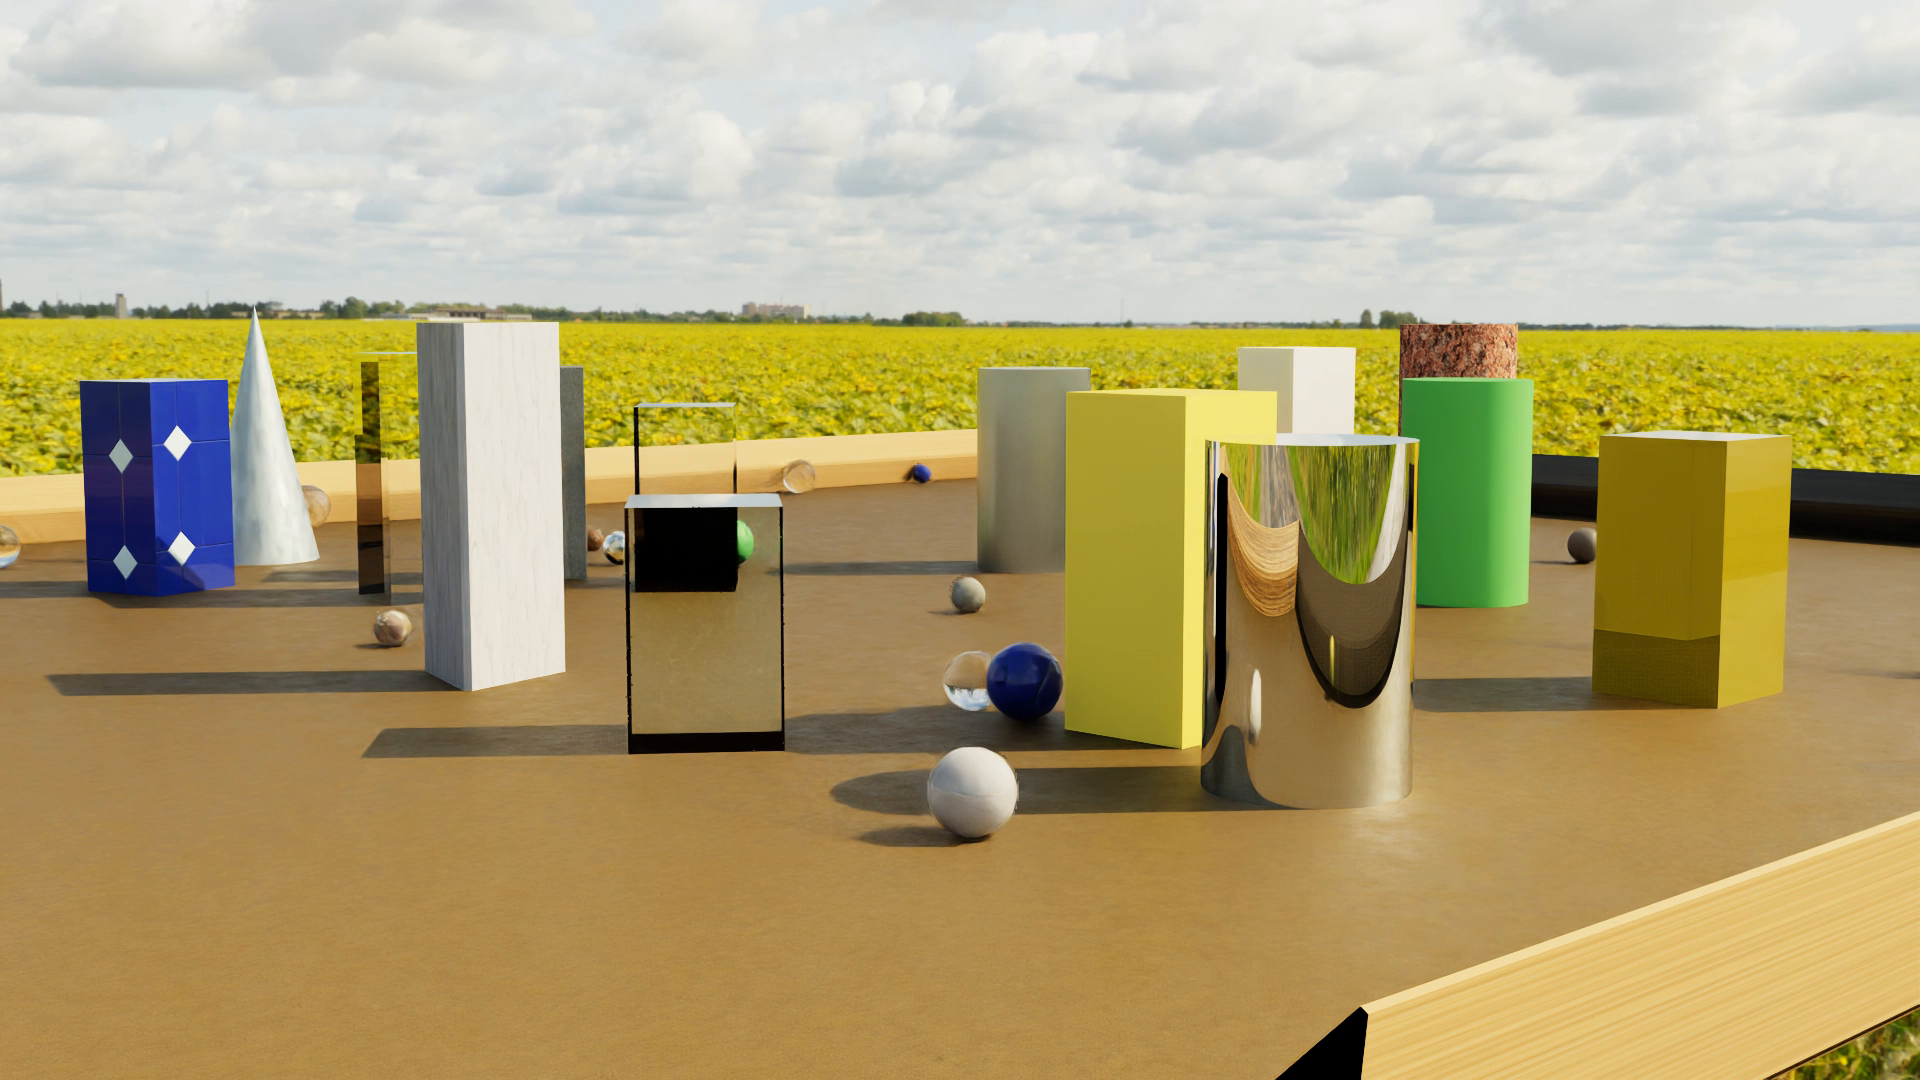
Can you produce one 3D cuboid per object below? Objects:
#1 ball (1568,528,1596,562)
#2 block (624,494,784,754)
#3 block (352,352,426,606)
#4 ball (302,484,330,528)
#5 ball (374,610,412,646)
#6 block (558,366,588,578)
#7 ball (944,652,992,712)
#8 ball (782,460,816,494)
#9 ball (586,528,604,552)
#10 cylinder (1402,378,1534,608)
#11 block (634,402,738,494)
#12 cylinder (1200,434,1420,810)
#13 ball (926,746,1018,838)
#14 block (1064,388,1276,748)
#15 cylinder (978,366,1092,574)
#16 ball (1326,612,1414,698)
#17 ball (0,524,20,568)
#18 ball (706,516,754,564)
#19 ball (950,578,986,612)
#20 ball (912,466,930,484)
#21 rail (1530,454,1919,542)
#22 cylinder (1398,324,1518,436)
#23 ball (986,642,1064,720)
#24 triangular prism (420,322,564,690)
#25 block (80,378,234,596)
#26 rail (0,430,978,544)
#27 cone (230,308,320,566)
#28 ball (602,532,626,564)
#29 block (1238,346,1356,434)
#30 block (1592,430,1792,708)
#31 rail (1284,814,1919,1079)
[{"bbox_3d":[1.105,0.009,3.884,0.062,0.062,0.062,0,6,0],"label":"ball"},{"bbox_3d":[-0.264,0.083,2.284,0.157,0.249,0.157,-1,6,-6],"label":"block"},{"bbox_3d":[-0.834,-0.100,3.407,0.157,0.379,0.157,-4,7,-33],"label":"block"},{"bbox_3d":[-1.331,-0.068,4.488,0.090,0.090,0.090,0,6,0],"label":"ball"},{"bbox_3d":[-0.754,0.117,2.920,0.048,0.048,0.048,0,6,0],"label":"ball"},{"bbox_3d":[-0.711,-0.117,3.706,0.157,0.350,0.157,-1,6,-9],"label":"block"},{"bbox_3d":[0.015,0.157,2.449,0.067,0.067,0.067,0,6,0],"label":"ball"},{"bbox_3d":[-0.391,-0.155,5.354,0.082,0.082,0.082,0,6,0],"label":"ball"},{"bbox_3d":[-0.681,0.000,4.064,0.044,0.044,0.044,0,6,0],"label":"ball"},{"bbox_3d":[0.777,-0.077,3.380,0.196,0.339,0.196,0,6,0],"label":"cylinder"},{"bbox_3d":[-0.446,-0.075,3.593,0.157,0.291,0.157,0,6,-4],"label":"block"},{"bbox_3d":[0.325,0.069,2.048,0.196,0.326,0.196,0,6,0],"label":"cylinder"},{"bbox_3d":[0.010,0.213,1.863,0.077,0.077,0.077,0,6,0],"label":"ball"},{"bbox_3d":[0.223,0.023,2.330,0.157,0.359,0.157,6,8,43],"label":"block"},{"bbox_3d":[0.128,-0.125,3.806,0.196,0.345,0.196,0,6,0],"label":"cylinder"},{"bbox_3d":[0.473,0.132,2.536,0.098,0.098,0.098,0,6,0],"label":"ball"},{"bbox_3d":[-1.664,0.011,3.795,0.078,0.078,0.078,0,6,0],"label":"ball"},{"bbox_3d":[-0.406,0.000,3.877,0.083,0.083,0.083,0,6,0],"label":"ball"},{"bbox_3d":[0.012,0.081,3.246,0.052,0.052,0.052,0,6,0],"label":"ball"},{"bbox_3d":[-0.098,-0.170,5.677,0.047,0.047,0.047,0,6,0],"label":"ball"},{"bbox_3d":[1.429,-0.104,4.643,0.045,0.128,3.689,-5,8,-42],"label":"rail"},{"bbox_3d":[0.852,-0.160,3.778,0.196,0.420,0.196,0,6,0],"label":"cylinder"},{"bbox_3d":[0.070,0.154,2.393,0.085,0.085,0.085,0,6,0],"label":"ball"},{"bbox_3d":[-0.597,-0.048,2.667,0.147,0.429,0.170,4,7,31],"label":"triangular prism"},{"bbox_3d":[-1.281,-0.088,3.514,0.157,0.334,0.157,3,7,28],"label":"block"},{"bbox_3d":[-1.235,-0.106,4.663,3.937,0.128,0.045,-5,8,-42],"label":"rail"},{"bbox_3d":[-1.250,-0.191,3.919,0.196,0.454,0.196,0,6,0],"label":"cone"},{"bbox_3d":[-0.597,0.014,3.856,0.058,0.058,0.058,0,6,0],"label":"ball"},{"bbox_3d":[0.644,-0.183,4.230,0.157,0.373,0.157,-4,7,-34],"label":"block"},{"bbox_3d":[0.851,0.028,2.559,0.157,0.300,0.157,-6,8,-44],"label":"block"},{"bbox_3d":[1.235,0.172,2.001,3.937,0.128,0.045,-5,8,-42],"label":"rail"}]
